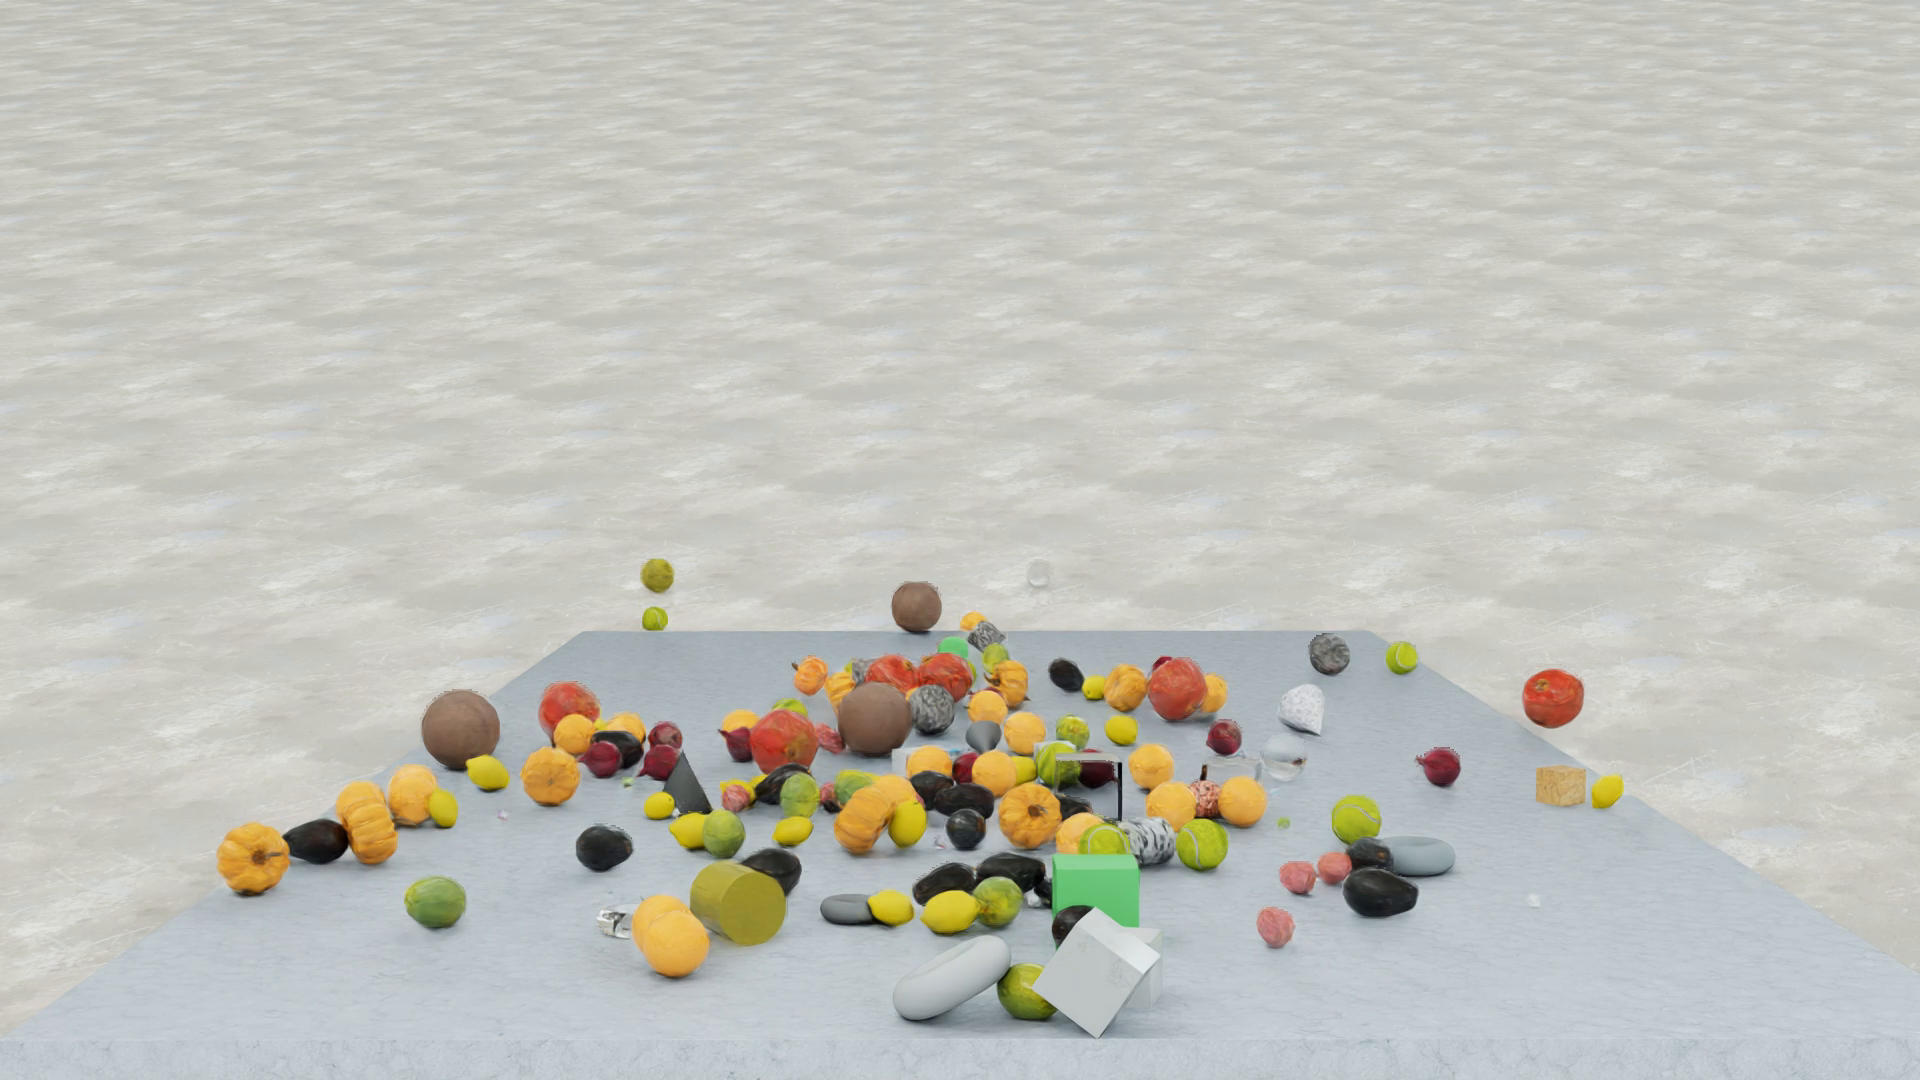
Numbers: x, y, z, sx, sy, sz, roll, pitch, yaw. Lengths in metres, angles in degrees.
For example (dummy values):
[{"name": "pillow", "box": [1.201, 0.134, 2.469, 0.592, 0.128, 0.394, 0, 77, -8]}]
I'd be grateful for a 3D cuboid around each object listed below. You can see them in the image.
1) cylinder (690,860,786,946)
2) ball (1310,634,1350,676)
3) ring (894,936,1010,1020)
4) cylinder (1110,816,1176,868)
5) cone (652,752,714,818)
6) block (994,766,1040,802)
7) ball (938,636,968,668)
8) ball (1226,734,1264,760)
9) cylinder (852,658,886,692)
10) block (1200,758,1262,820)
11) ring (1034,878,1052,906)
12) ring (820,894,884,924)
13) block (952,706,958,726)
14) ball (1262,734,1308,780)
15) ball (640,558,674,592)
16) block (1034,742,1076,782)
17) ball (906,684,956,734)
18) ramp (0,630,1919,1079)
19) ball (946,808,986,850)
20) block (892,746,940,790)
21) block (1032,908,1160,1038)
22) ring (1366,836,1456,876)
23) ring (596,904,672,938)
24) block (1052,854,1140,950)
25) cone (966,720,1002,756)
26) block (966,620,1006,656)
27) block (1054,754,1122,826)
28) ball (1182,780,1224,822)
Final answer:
[{"name": "cylinder", "box": [-0.259, 0.422, 2.984, 0.085, 0.085, 0.085, -11, 9, -29]}, {"name": "ball", "box": [0.803, 0.249, 5.573, 0.088, 0.088, 0.088, 0, 19, 0]}, {"name": "ring", "box": [-0.008, 0.448, 2.628, 0.132, 0.044, 0.132, -27, -1, -1]}, {"name": "cylinder", "box": [0.244, 0.404, 3.425, 0.062, 0.062, 0.062, -3, 17, -39]}, {"name": "cone", "box": [-0.415, 0.361, 3.843, 0.094, 0.094, 0.094, 0, 4, 0]}, {"name": "block", "box": [0.088, 0.396, 3.978, 0.069, 0.069, 0.069, -1, 20, 0]}, {"name": "ball", "box": [-0.015, 0.249, 5.716, 0.070, 0.070, 0.070, 0, 19, 0]}, {"name": "ball", "box": [0.485, 0.365, 4.342, 0.070, 0.070, 0.070, 0, 19, 0]}, {"name": "cylinder", "box": [-0.188, 0.278, 5.276, 0.069, 0.069, 0.069, 0, 19, -1]}, {"name": "block", "box": [0.404, 0.370, 3.820, 0.078, 0.078, 0.078, 1, 4, 15]}, {"name": "ring", "box": [0.135, 0.437, 3.180, 0.086, 0.029, 0.086, 1, 3, 0]}, {"name": "ring", "box": [-0.129, 0.444, 3.090, 0.078, 0.026, 0.078, 1, 3, 0]}, {"name": "block", "box": [-0.045, 0.327, 4.798, 0.052, 0.052, 0.052, -23, 40, 43]}, {"name": "ball", "box": [0.524, 0.351, 4.139, 0.073, 0.073, 0.073, 0, 19, 0]}, {"name": "ball", "box": [-0.832, 0.096, 7.058, 0.094, 0.094, 0.094, 0, 19, 0]}, {"name": "block", "box": [0.154, 0.358, 4.150, 0.058, 0.058, 0.058, -1, 4, -9]}, {"name": "ball", "box": [-0.053, 0.308, 4.660, 0.092, 0.092, 0.092, 0, 19, 0]}, {"name": "ramp", "box": [0.046, 0.412, 4.536, 2.000, 0.100, 4.000, 0, 4, 0]}, {"name": "ball", "box": [0.009, 0.399, 3.545, 0.056, 0.056, 0.056, 0, 19, 0]}, {"name": "block", "box": [-0.071, 0.363, 4.087, 0.057, 0.057, 0.057, -2, 4, -24]}, {"name": "block", "box": [0.137, 0.433, 2.575, 0.083, 0.083, 0.083, 36, 13, 12]}, {"name": "ring", "box": [0.595, 0.418, 3.392, 0.118, 0.039, 0.118, -1, 3, 0]}, {"name": "ring", "box": [-0.384, 0.448, 3.019, 0.088, 0.029, 0.088, 1, 3, 0]}, {"name": "block", "box": [0.156, 0.418, 2.966, 0.094, 0.094, 0.094, 0, 4, -1]}, {"name": "cone", "box": [0.046, 0.355, 4.428, 0.064, 0.064, 0.064, -3, 31, -8]}, {"name": "block", "box": [0.061, 0.226, 5.928, 0.058, 0.058, 0.058, 38, 7, 17]}, {"name": "block", "box": [0.187, 0.366, 3.769, 0.092, 0.092, 0.092, 0, 4, -2]}, {"name": "ball", "box": [0.357, 0.382, 3.761, 0.061, 0.061, 0.061, 0, 19, 0]}]
